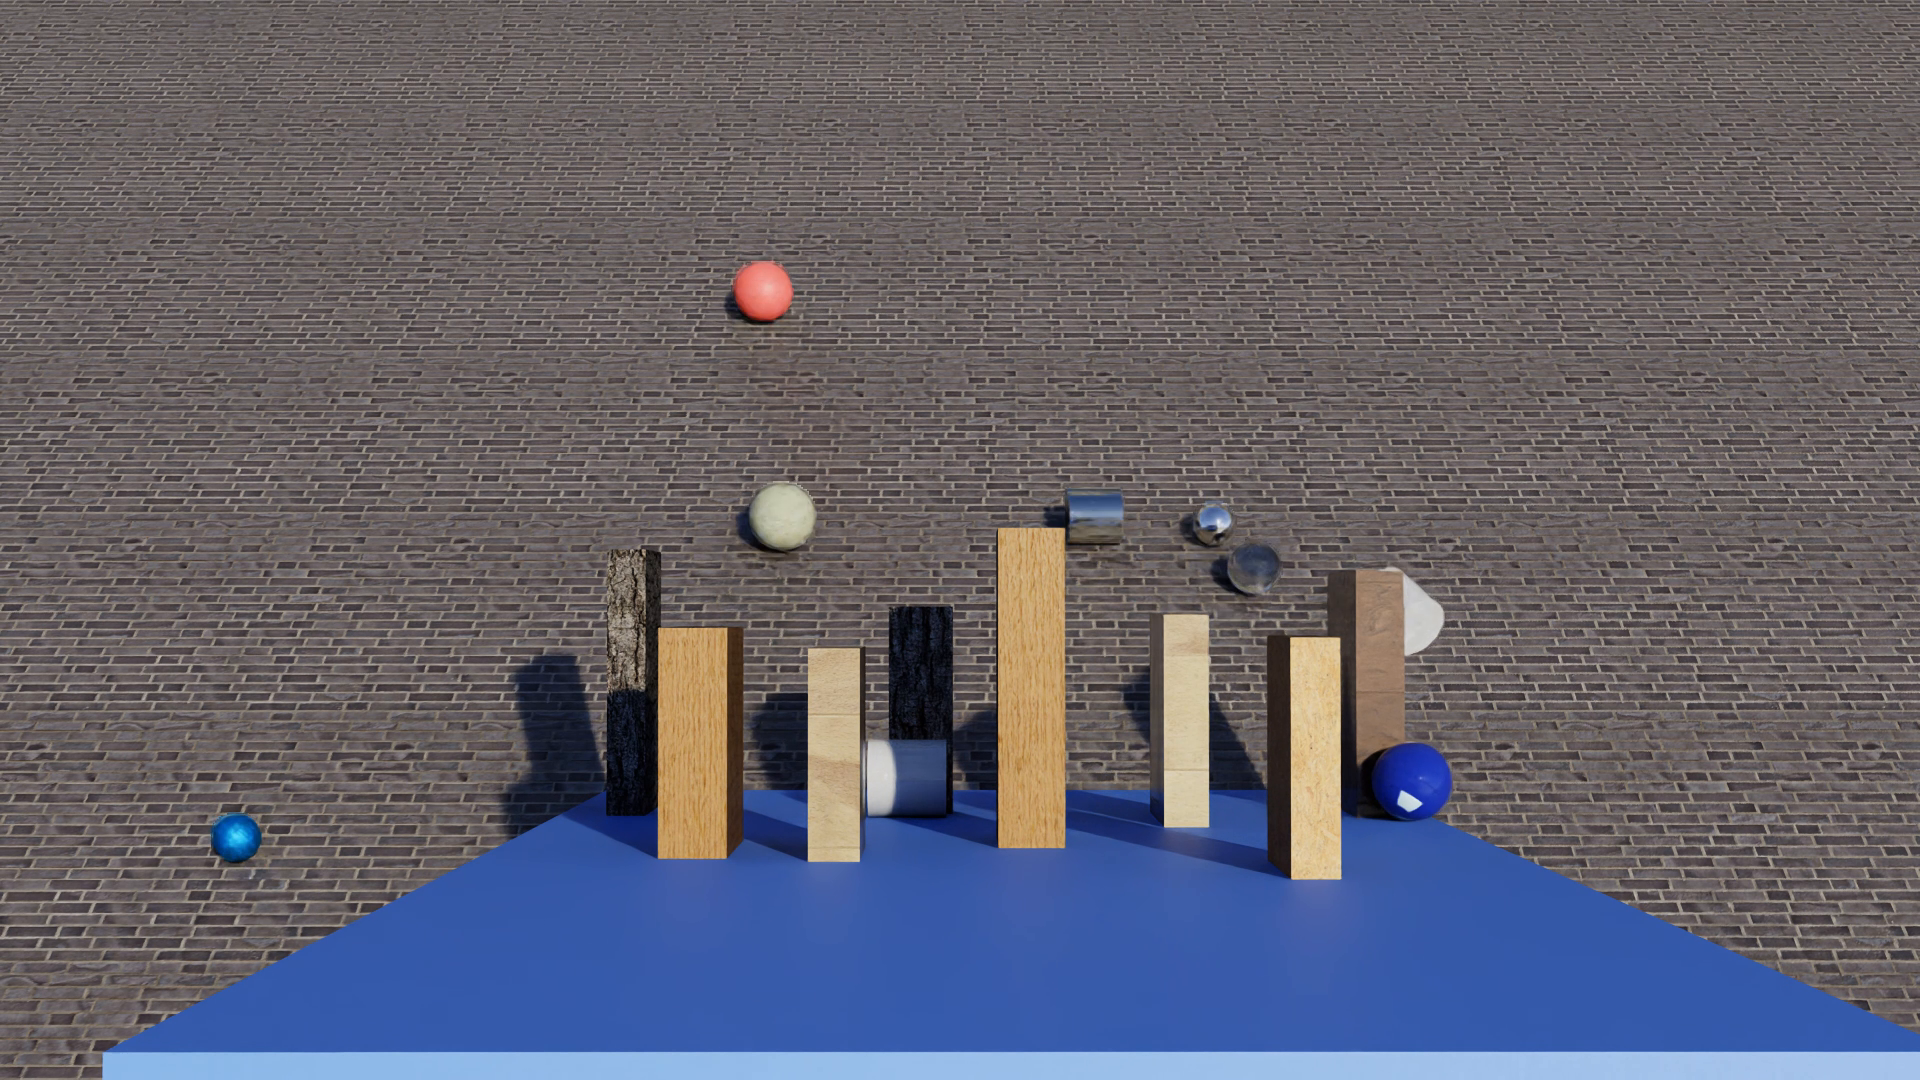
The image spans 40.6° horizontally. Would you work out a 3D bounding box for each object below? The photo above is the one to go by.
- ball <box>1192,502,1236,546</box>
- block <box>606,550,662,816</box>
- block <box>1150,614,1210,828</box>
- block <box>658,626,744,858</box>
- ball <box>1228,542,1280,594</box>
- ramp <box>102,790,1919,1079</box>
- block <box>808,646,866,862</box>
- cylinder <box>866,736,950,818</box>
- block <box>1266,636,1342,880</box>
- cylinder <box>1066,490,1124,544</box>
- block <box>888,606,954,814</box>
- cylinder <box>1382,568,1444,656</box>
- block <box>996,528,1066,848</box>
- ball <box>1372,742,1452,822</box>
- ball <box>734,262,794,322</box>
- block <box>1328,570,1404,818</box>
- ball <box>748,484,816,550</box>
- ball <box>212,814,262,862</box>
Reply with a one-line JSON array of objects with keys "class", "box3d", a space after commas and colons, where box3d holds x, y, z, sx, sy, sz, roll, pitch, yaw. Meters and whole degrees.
[{"class": "ball", "box3d": [0.770, -0.048, 7.864, 0.130, 0.130, 0.130, 0, 34, 0]}, {"class": "block", "box3d": [-0.768, 0.332, 6.128, 0.088, 0.612, 0.312, 0, -1, 0]}, {"class": "block", "box3d": [0.493, 0.399, 5.867, 0.098, 0.463, 0.419, 0, -1, 0]}, {"class": "block", "box3d": [-0.510, 0.392, 5.138, 0.131, 0.440, 0.372, 0, -1, 0]}, {"class": "ball", "box3d": [0.867, 0.083, 7.648, 0.156, 0.156, 0.156, 0, 34, 0]}, {"class": "ramp", "box3d": [0.075, 0.653, 4.796, 2.000, 0.100, 4.000, 0, -1, 0]}, {"class": "block", "box3d": [-0.238, 0.409, 5.044, 0.098, 0.401, 0.300, 0, -1, 0]}, {"class": "cylinder", "box3d": [-0.120, 0.544, 5.926, 0.177, 0.177, 0.177, -5, 34, 0]}, {"class": "block", "box3d": [0.627, 0.389, 4.752, 0.088, 0.426, 0.353, 0, -1, 0]}, {"class": "cylinder", "box3d": [0.407, -0.071, 7.869, 0.162, 0.162, 0.162, -1, 34, -1]}, {"class": "block", "box3d": [-0.091, 0.398, 6.140, 0.148, 0.481, 0.243, 0, -1, 0]}, {"class": "cylinder", "box3d": [1.258, 0.204, 7.446, 0.183, 0.183, 0.183, -15, 37, -21]}, {"class": "block", "box3d": [0.143, 0.298, 5.304, 0.133, 0.637, 0.272, 0, -1, 0]}, {"class": "ball", "box3d": [1.011, 0.541, 5.813, 0.177, 0.177, 0.177, 0, 34, 0]}, {"class": "ball", "box3d": [-0.681, -0.858, 8.995, 0.205, 0.205, 0.205, 0, 34, 0]}, {"class": "block", "box3d": [0.957, 0.356, 6.129, 0.110, 0.562, 0.445, 0, -1, 0]}, {"class": "ball", "box3d": [-0.537, -0.069, 7.830, 0.203, 0.203, 0.203, 0, 34, 0]}, {"class": "ball", "box3d": [-1.858, 0.766, 6.670, 0.120, 0.120, 0.120, 0, 34, 0]}]
